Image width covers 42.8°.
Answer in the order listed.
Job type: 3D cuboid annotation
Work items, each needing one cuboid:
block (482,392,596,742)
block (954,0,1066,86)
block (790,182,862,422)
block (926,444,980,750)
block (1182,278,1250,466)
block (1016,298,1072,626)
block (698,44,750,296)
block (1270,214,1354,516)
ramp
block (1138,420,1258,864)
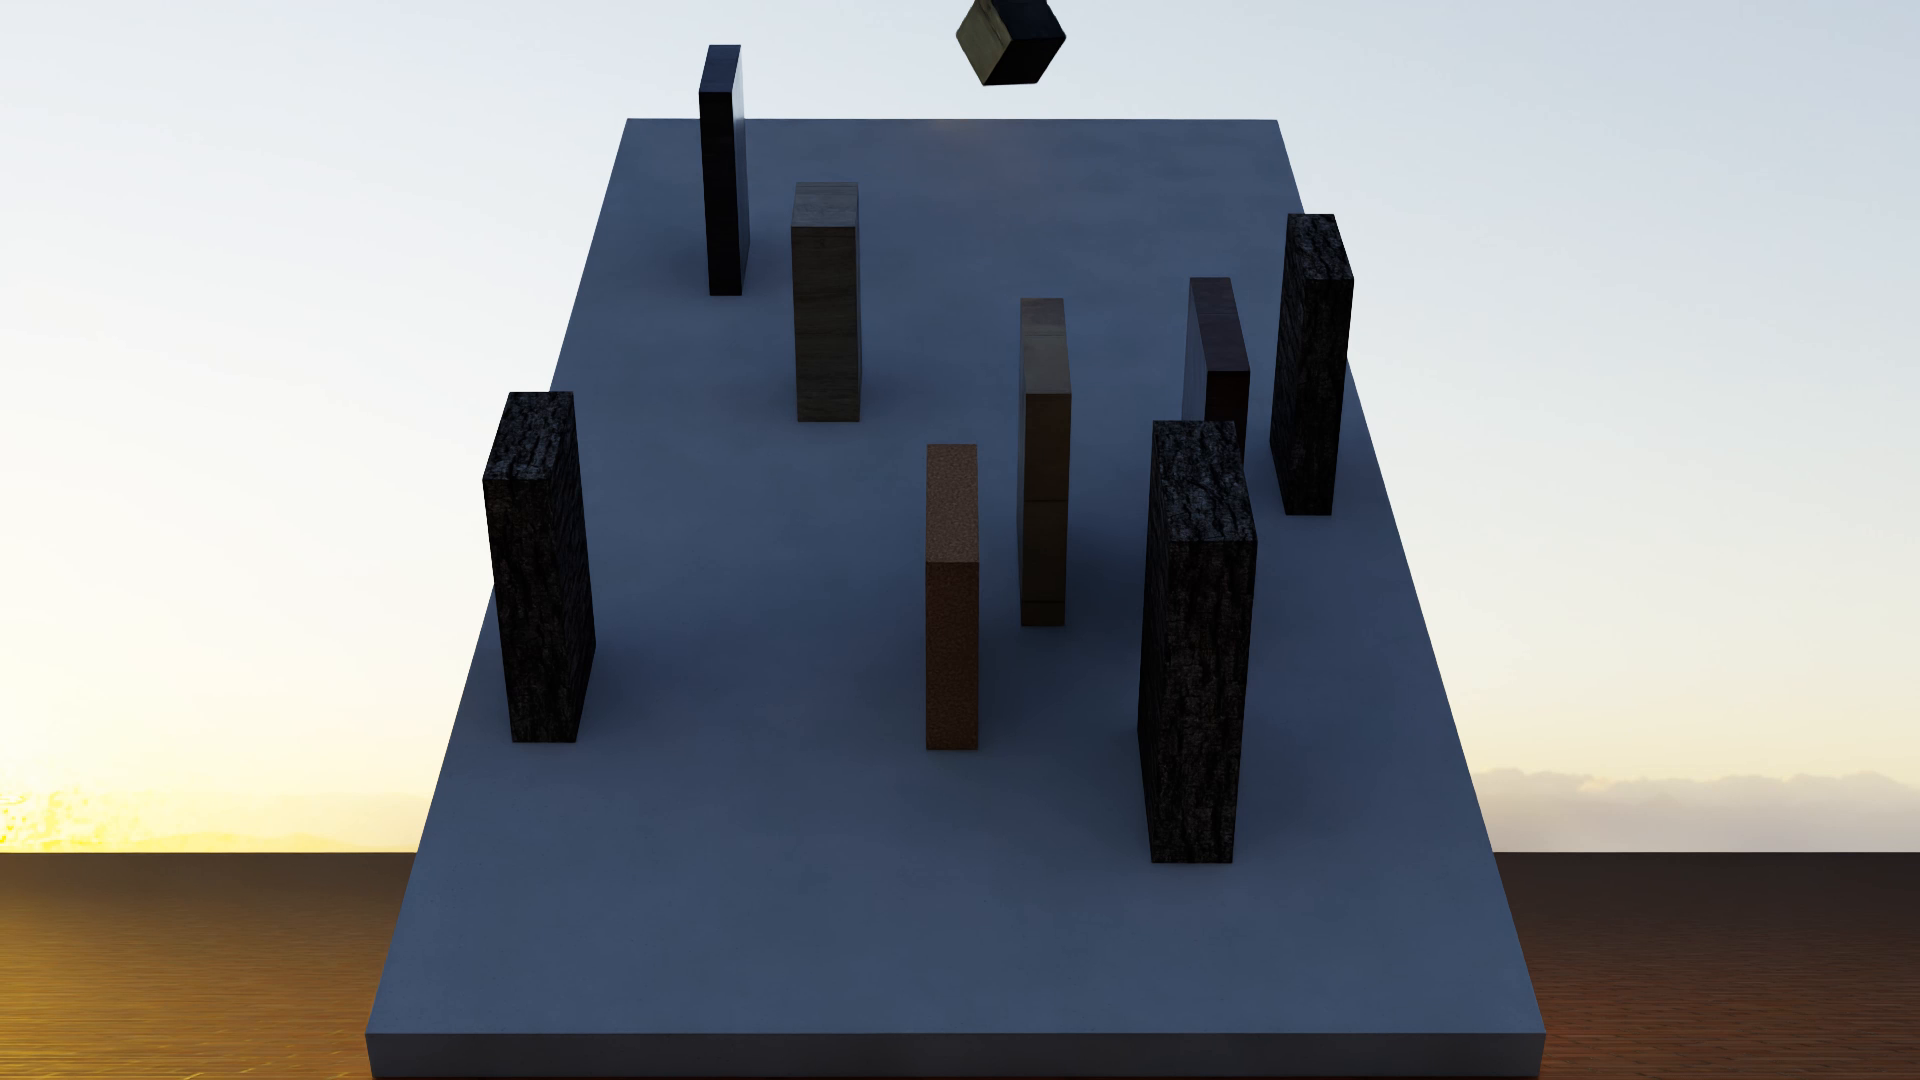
[{"bbox_3d":[-0.820,0.054,4.812,0.124,0.604,0.336,0,32,0],"label":"block"},{"bbox_3d":[0.150,-1.497,7.273,0.202,0.202,0.202,-10,-27,-35],"label":"block"},{"bbox_3d":[-0.318,-0.571,5.891,0.148,0.517,0.251,0,32,0],"label":"block"},{"bbox_3d":[-0.016,0.109,4.886,0.101,0.438,0.443,0,32,0],"label":"block"},{"bbox_3d":[0.512,-0.136,5.038,0.082,0.696,0.404,0,32,0],"label":"block"},{"bbox_3d":[0.175,-0.168,5.213,0.091,0.560,0.425,0,32,0],"label":"block"},{"bbox_3d":[-0.621,-0.980,6.486,0.085,0.572,0.334,0,32,0],"label":"block"},{"bbox_3d":[0.793,-0.397,5.550,0.104,0.594,0.335,0,32,0],"label":"block"},{"bbox_3d":[-0.015,-0.188,5.863,2.000,0.100,4.000,0,32,0],"label":"ramp"},{"bbox_3d":[0.429,0.189,4.513,0.148,0.704,0.415,0,32,0],"label":"block"}]
